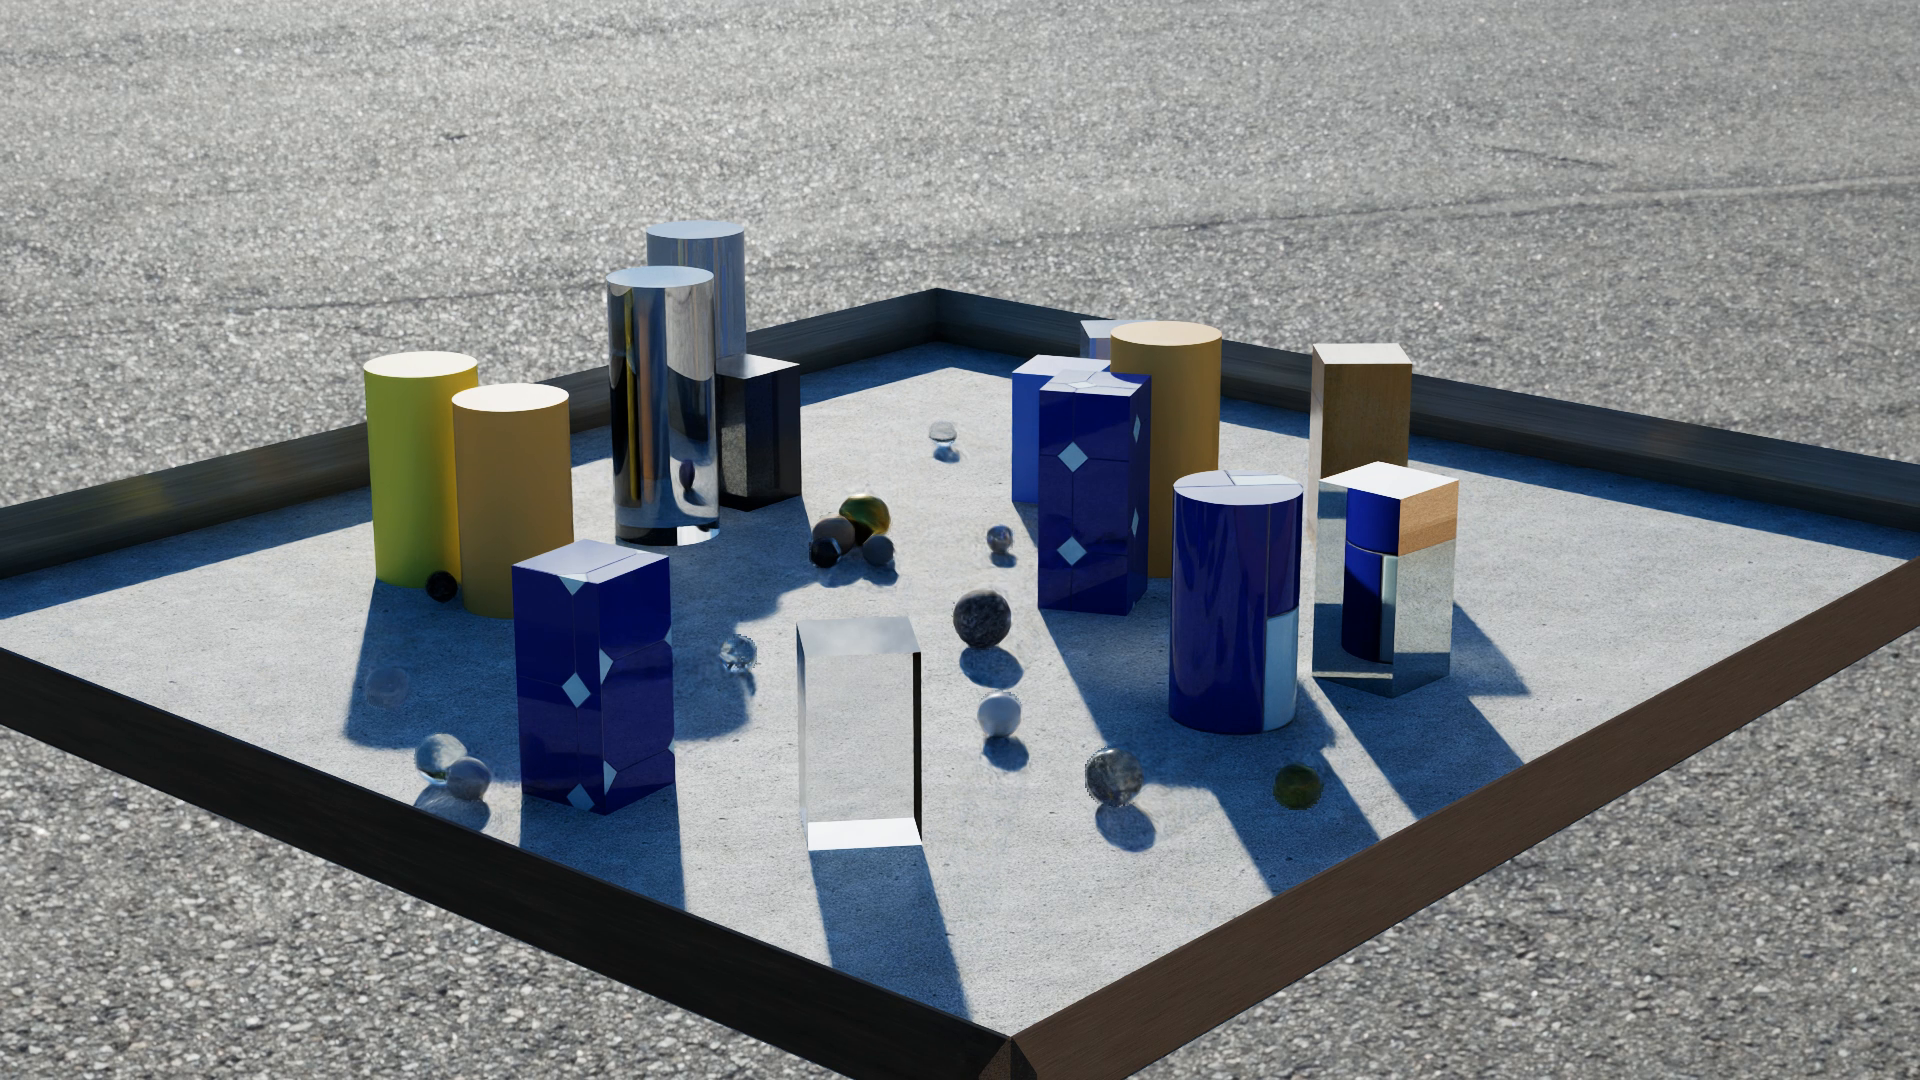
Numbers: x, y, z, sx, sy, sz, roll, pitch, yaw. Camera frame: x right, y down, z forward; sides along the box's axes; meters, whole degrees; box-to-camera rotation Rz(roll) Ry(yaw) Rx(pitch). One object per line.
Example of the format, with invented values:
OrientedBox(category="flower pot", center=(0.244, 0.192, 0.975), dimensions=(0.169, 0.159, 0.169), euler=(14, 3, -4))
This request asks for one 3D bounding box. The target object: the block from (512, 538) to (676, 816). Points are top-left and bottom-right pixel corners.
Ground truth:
OrientedBox(category="block", center=(-0.524, 0.194, 4.209), dimensions=(0.157, 0.344, 0.157), euler=(11, 20, 32))

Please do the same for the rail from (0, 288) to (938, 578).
OrientedBox(category="rail", center=(-0.998, -0.218, 5.949), dimensions=(0.045, 0.128, 2.929), euler=(14, 22, 39))

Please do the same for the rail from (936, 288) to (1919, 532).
OrientedBox(category="rail", center=(0.945, -0.282, 6.162), dimensions=(2.690, 0.128, 0.045), euler=(14, 22, 39))

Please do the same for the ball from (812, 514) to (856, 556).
OrientedBox(category="ball", center=(-0.229, -0.008, 5.340), dimensions=(0.079, 0.079, 0.079), euler=(0, 17, 0))

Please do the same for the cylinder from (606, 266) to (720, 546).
OrientedBox(category="cylinder", center=(-0.549, -0.250, 5.437), dimensions=(0.197, 0.486, 0.197), euler=(0, 17, 0))

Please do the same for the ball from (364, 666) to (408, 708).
OrientedBox(category="ball", center=(-0.895, 0.231, 4.573), dimensions=(0.065, 0.065, 0.065), euler=(0, 17, 0))

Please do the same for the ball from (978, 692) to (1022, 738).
OrientedBox(category="ball", center=(0.060, 0.266, 4.450), dimensions=(0.068, 0.068, 0.068), euler=(0, 17, 0))

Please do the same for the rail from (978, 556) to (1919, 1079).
OrientedBox(category="rail", center=(0.998, 0.282, 4.291), dimensions=(0.045, 0.128, 2.929), euler=(14, 22, 39))

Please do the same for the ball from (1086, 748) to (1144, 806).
OrientedBox(category="ball", center=(0.221, 0.338, 4.186), dimensions=(0.082, 0.082, 0.082), euler=(0, 17, 0))

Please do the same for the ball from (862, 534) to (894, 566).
OrientedBox(category="ball", center=(-0.148, 0.018, 5.292), dimensions=(0.058, 0.058, 0.058), euler=(0, 17, 0))

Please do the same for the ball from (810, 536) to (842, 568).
OrientedBox(category="ball", center=(-0.242, 0.022, 5.280), dimensions=(0.056, 0.056, 0.056), euler=(0, 17, 0))

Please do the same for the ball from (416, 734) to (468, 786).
OrientedBox(category="ball", center=(-0.752, 0.319, 4.260), dimensions=(0.076, 0.076, 0.076), euler=(0, 17, 0))

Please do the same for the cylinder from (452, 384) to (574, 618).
OrientedBox(category="cylinder", center=(-0.766, -0.068, 5.045), dimensions=(0.197, 0.365, 0.197), euler=(0, 17, 0))

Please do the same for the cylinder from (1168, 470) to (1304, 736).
OrientedBox(category="cylinder", center=(0.423, 0.094, 4.506), dimensions=(0.197, 0.365, 0.197), euler=(0, 17, 0))

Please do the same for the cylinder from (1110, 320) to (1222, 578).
OrientedBox(category="cylinder", center=(0.366, -0.164, 5.259), dimensions=(0.197, 0.425, 0.197), euler=(0, 17, 0))

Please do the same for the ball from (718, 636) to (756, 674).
OrientedBox(category="ball", center=(-0.359, 0.186, 4.732), dimensions=(0.059, 0.059, 0.059), euler=(0, 17, 0))

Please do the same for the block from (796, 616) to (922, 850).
OrientedBox(category="block", center=(-0.141, 0.267, 4.078), dimensions=(0.157, 0.281, 0.157), euler=(-2, 17, -7))

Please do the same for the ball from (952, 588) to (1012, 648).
OrientedBox(category="ball", center=(0.037, 0.130, 4.850), dimensions=(0.098, 0.098, 0.098), euler=(0, 17, 0))

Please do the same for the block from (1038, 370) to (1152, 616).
OrientedBox(category="block", center=(0.232, -0.083, 5.057), dimensions=(0.157, 0.387, 0.157), euler=(5, 17, 16))

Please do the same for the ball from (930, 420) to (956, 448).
OrientedBox(category="ball", center=(-0.035, -0.218, 6.078), dimensions=(0.057, 0.057, 0.057), euler=(0, 17, 0))

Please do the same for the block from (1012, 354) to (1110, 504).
OrientedBox(category="block", center=(0.201, -0.212, 5.711), dimensions=(0.157, 0.257, 0.157), euler=(6, 18, 19))

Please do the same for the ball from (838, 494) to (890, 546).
OrientedBox(category="ball", center=(-0.177, -0.038, 5.406), dimensions=(0.098, 0.098, 0.098), euler=(0, 17, 0))

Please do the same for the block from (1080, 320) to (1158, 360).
OrientedBox(category="block", center=(0.331, -0.298, 5.968), dimensions=(0.157, 0.271, 0.157), euler=(-1, 17, -4))

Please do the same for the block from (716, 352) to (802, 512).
OrientedBox(category="block", center=(-0.421, -0.211, 5.697), dimensions=(0.157, 0.262, 0.157), euler=(13, 21, 37))

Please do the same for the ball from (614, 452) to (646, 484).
OrientedBox(category="ball", center=(-0.656, -0.143, 5.816), dimensions=(0.064, 0.064, 0.064), euler=(0, 17, 0))

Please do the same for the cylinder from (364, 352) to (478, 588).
OrientedBox(category="cylinder", center=(-0.948, -0.126, 5.208), dimensions=(0.197, 0.382, 0.197), euler=(0, 17, 0))

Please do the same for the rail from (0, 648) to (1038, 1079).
OrientedBox(category="rail", center=(-0.945, 0.346, 4.078), dimensions=(2.690, 0.128, 0.045), euler=(14, 22, 39))

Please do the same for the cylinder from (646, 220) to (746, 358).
OrientedBox(category="cylinder", center=(-0.531, -0.397, 5.948), dimensions=(0.197, 0.473, 0.197), euler=(0, 17, 0))

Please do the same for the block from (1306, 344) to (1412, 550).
OrientedBox(category="block", center=(0.730, -0.166, 5.379), dimensions=(0.157, 0.360, 0.157), euler=(0, 17, -1))

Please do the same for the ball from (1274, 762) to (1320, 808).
OrientedBox(category="ball", center=(0.481, 0.350, 4.178), dimensions=(0.065, 0.065, 0.065), euler=(0, 17, 0))

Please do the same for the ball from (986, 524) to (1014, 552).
OrientedBox(category="ball", center=(0.073, -0.004, 5.377), dimensions=(0.051, 0.051, 0.051), euler=(0, 17, 0))

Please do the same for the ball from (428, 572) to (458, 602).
OrientedBox(category="ball", center=(-0.898, 0.082, 5.089), dimensions=(0.053, 0.053, 0.053), euler=(0, 17, 0))

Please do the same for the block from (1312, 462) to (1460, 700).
OrientedBox(category="block", center=(0.678, 0.062, 4.678), dimensions=(0.157, 0.328, 0.157), euler=(15, 23, 41))

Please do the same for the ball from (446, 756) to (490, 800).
OrientedBox(category="ball", center=(-0.705, 0.343, 4.207), dimensions=(0.062, 0.062, 0.062), euler=(0, 17, 0))
